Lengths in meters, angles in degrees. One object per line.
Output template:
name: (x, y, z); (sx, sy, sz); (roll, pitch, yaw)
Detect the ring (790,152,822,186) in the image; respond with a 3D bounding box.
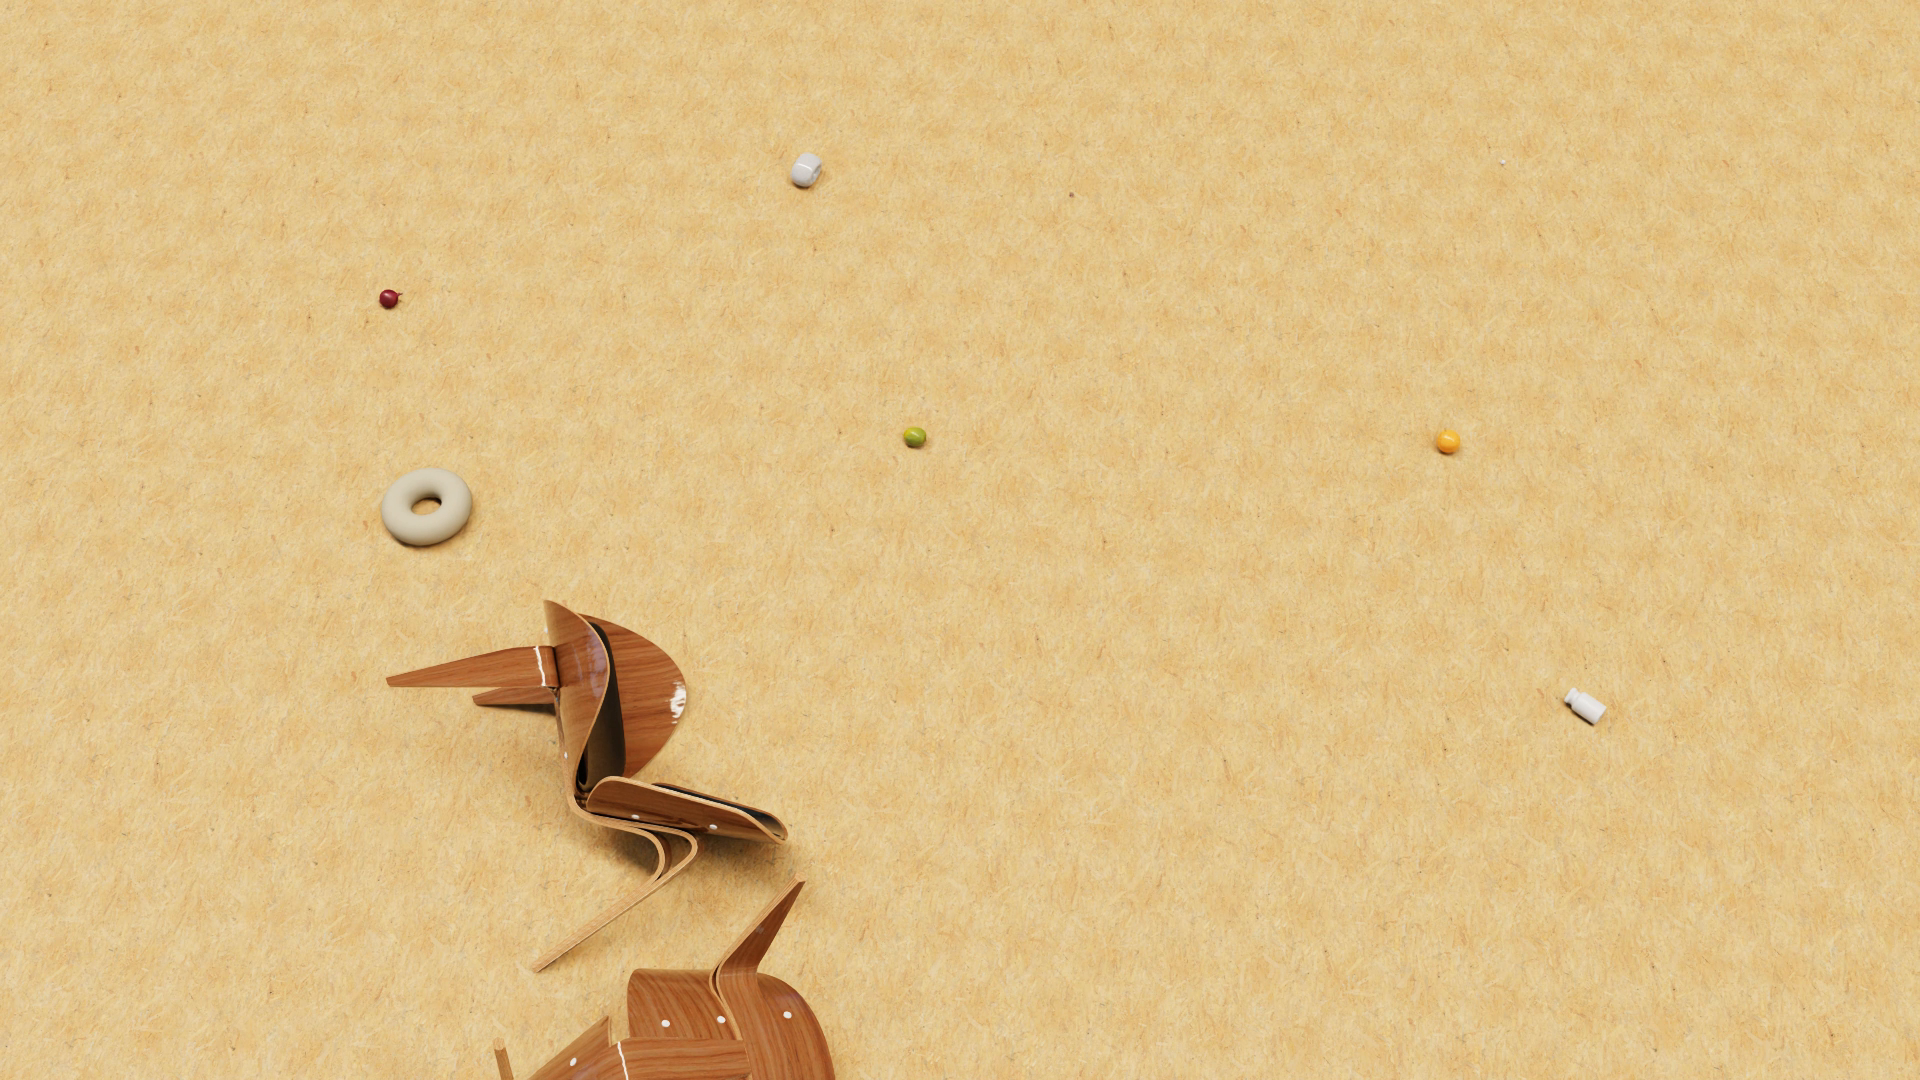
ring: (-0.514, -1.239, 7.357); (0.074, 0.083, 0.121); (27, 73, 11)

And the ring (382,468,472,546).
ring: (-1.597, -0.102, 6.588); (0.272, 0.092, 0.264); (-28, 60, -19)
